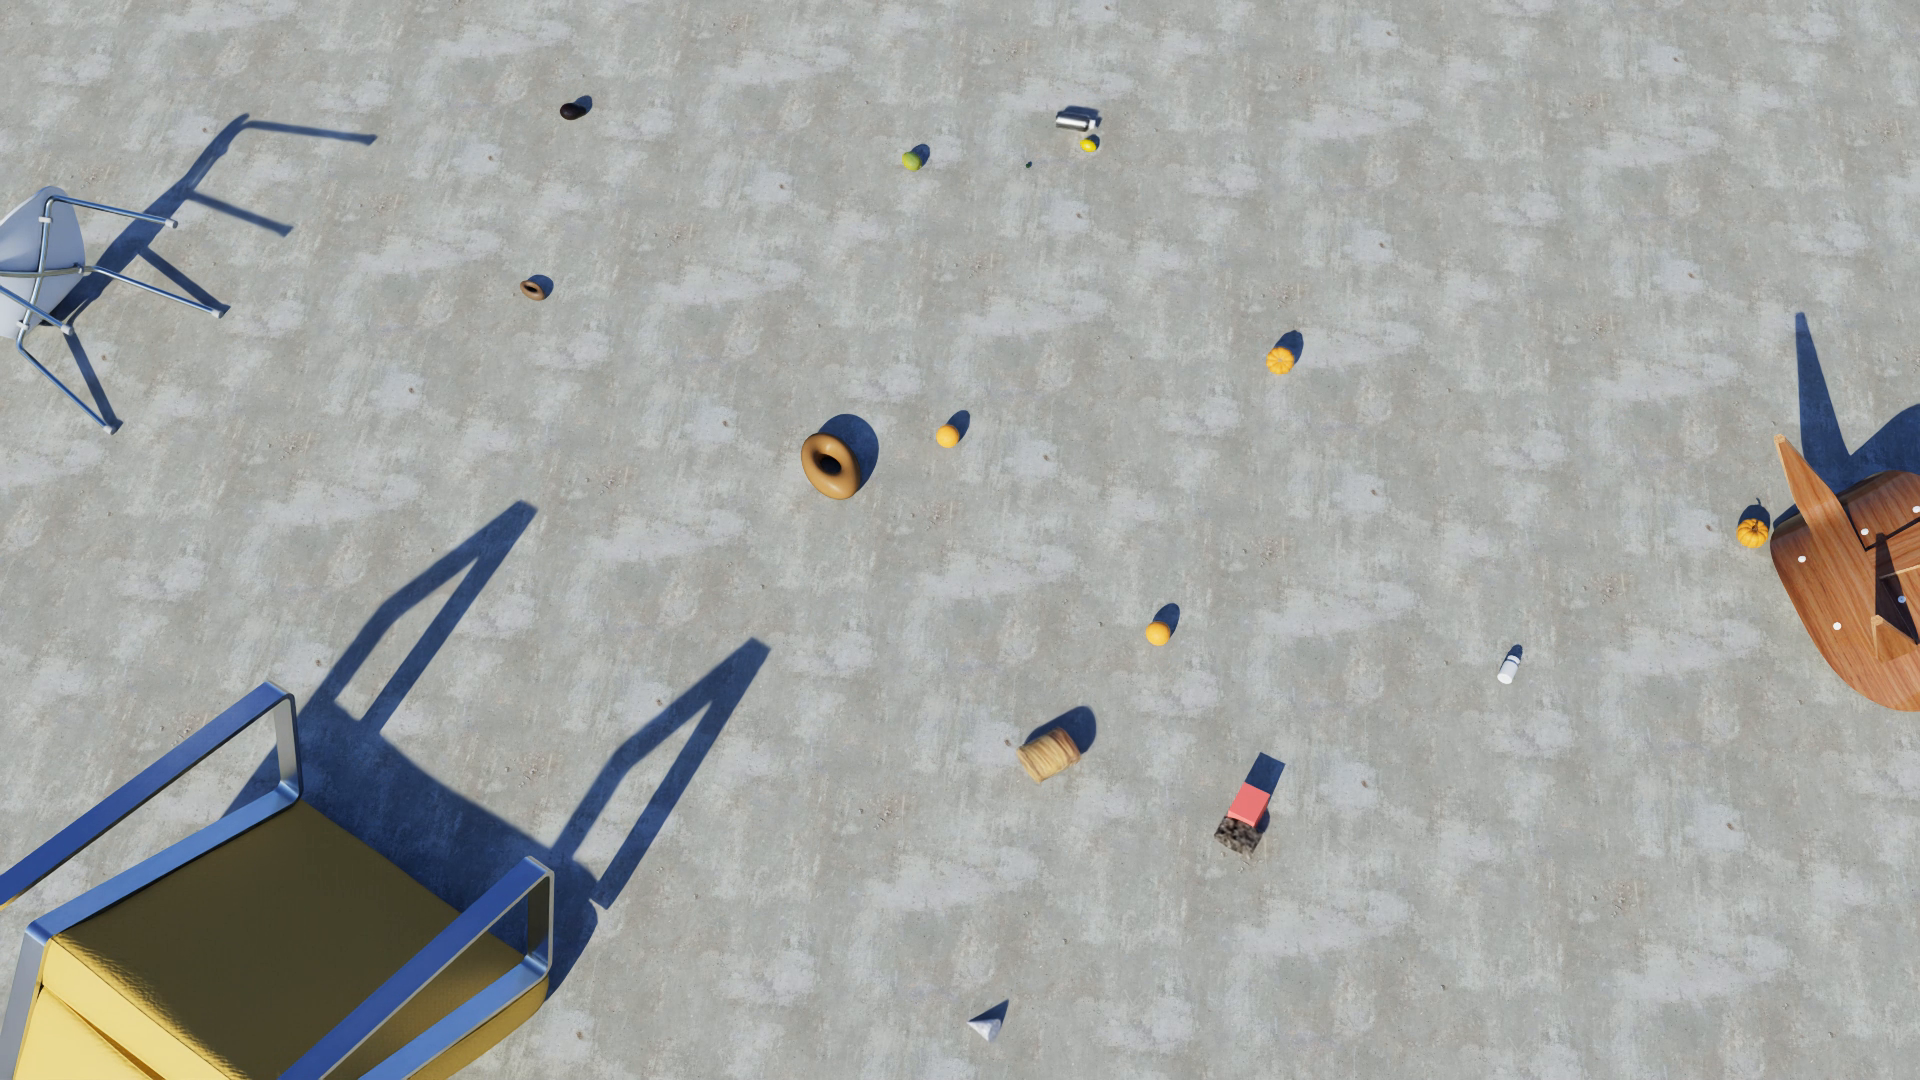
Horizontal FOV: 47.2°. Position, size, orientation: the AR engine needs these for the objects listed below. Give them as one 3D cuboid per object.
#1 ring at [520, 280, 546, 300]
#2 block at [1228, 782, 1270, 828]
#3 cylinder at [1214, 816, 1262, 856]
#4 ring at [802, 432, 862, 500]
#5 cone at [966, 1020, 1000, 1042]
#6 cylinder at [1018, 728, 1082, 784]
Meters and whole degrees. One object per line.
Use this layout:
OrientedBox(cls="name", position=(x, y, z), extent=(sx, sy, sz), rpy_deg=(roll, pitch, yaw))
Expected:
OrientedBox(cls="ring", position=(-1.378, -0.804, 7.092), extent=(0.101, 0.036, 0.053), rpy_deg=(30, 63, 20))
OrientedBox(cls="block", position=(0.789, 0.738, 6.028), extent=(0.078, 0.083, 0.099), rpy_deg=(25, 60, 16))
OrientedBox(cls="cylinder", position=(0.758, 0.807, 5.995), extent=(0.116, 0.062, 0.061), rpy_deg=(24, 59, 19))
OrientedBox(cls="ring", position=(-0.391, -0.225, 6.673), extent=(0.161, 0.088, 0.249), rpy_deg=(-26, 59, -14))
OrientedBox(cls="cone", position=(0.052, 1.263, 5.710), extent=(0.086, 0.057, 0.066), rpy_deg=(11, 48, 29))
OrientedBox(cls="cylinder", position=(0.248, 0.599, 6.122), extent=(0.137, 0.081, 0.120), rpy_deg=(-27, 49, -17))
